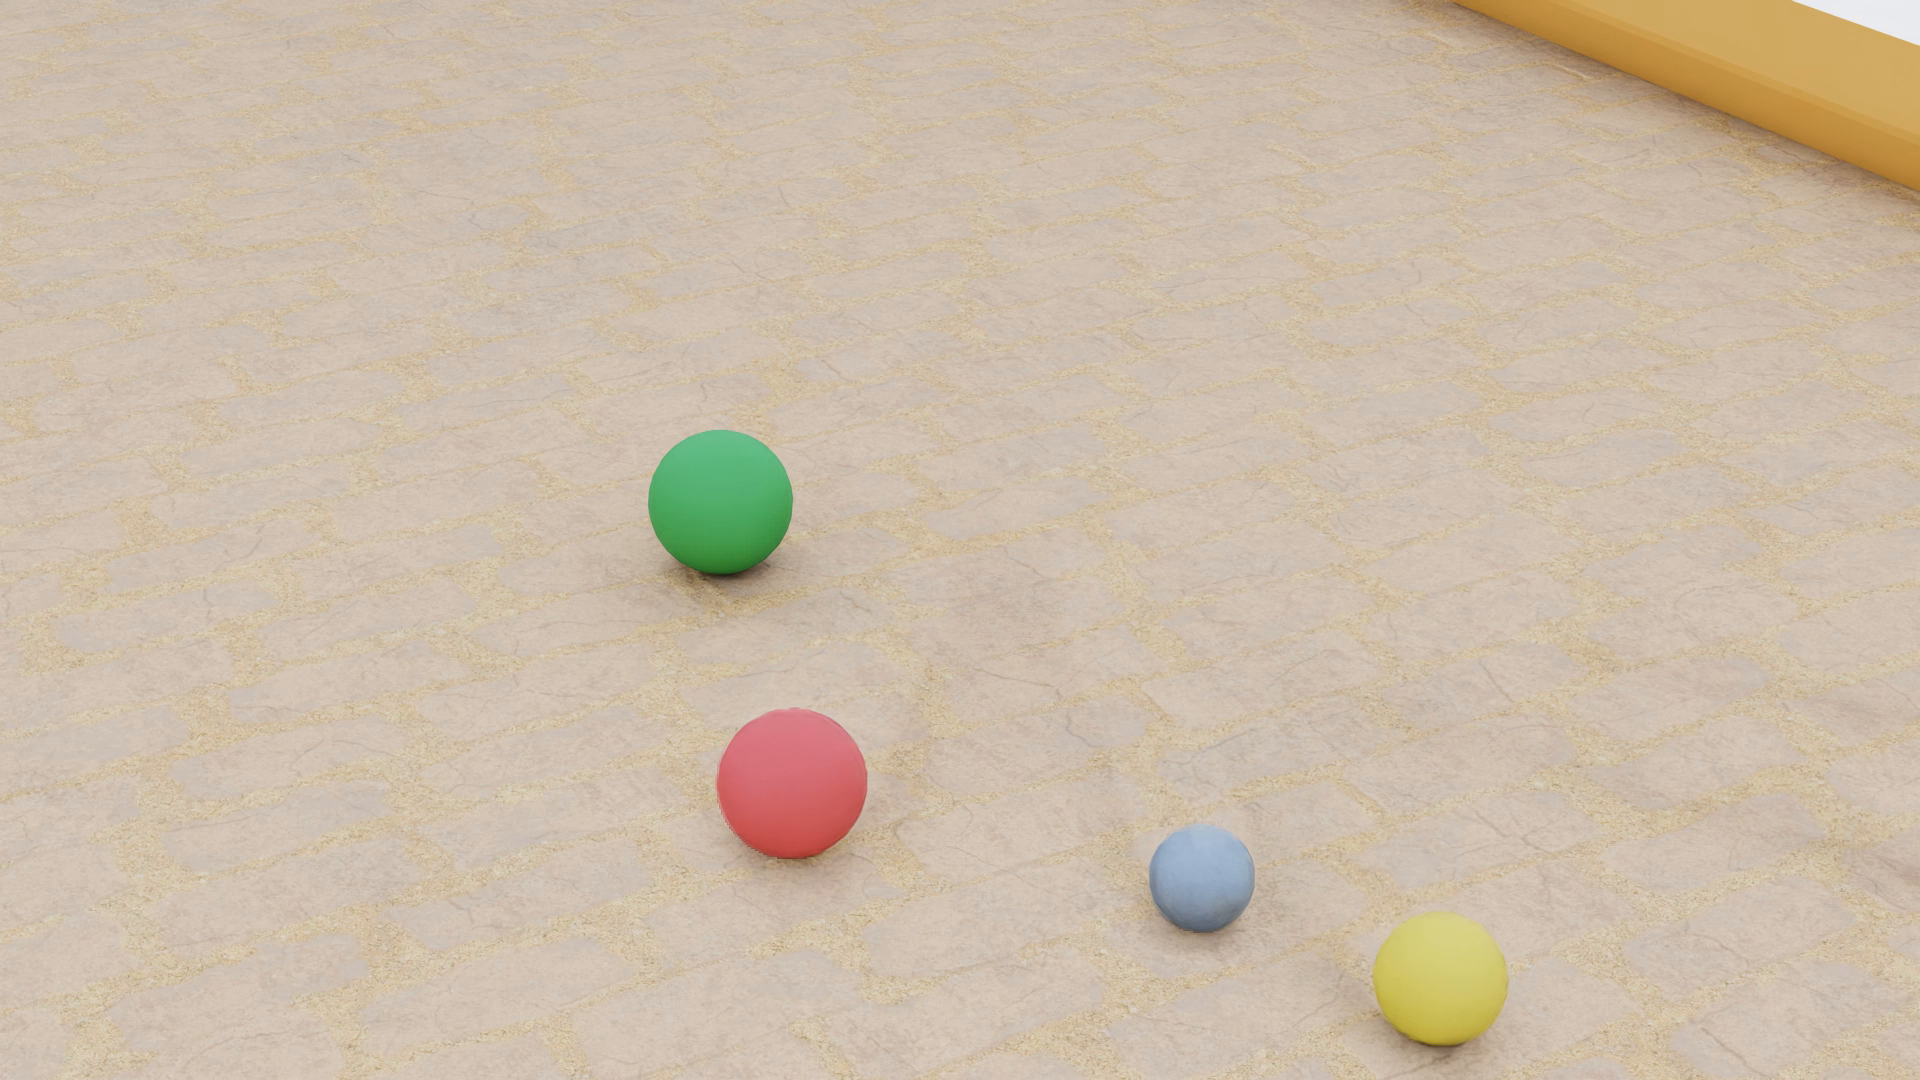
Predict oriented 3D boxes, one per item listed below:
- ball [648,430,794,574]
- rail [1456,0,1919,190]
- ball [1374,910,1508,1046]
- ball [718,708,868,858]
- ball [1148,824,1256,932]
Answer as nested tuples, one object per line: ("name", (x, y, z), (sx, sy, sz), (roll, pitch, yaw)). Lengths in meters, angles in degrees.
("ball", (-0.161, -0.025, 1.973), (0.097, 0.097, 0.097), (0, 27, 0))
("rail", (0.466, -0.667, 3.193), (0.045, 0.126, 3.965), (-15, 30, -26))
("ball", (0.248, 0.225, 1.514), (0.069, 0.069, 0.069), (0, 27, 0))
("ball", (-0.095, 0.138, 1.668), (0.085, 0.085, 0.085), (0, 27, 0))
("ball", (0.132, 0.184, 1.606), (0.058, 0.058, 0.058), (0, 27, 0))
